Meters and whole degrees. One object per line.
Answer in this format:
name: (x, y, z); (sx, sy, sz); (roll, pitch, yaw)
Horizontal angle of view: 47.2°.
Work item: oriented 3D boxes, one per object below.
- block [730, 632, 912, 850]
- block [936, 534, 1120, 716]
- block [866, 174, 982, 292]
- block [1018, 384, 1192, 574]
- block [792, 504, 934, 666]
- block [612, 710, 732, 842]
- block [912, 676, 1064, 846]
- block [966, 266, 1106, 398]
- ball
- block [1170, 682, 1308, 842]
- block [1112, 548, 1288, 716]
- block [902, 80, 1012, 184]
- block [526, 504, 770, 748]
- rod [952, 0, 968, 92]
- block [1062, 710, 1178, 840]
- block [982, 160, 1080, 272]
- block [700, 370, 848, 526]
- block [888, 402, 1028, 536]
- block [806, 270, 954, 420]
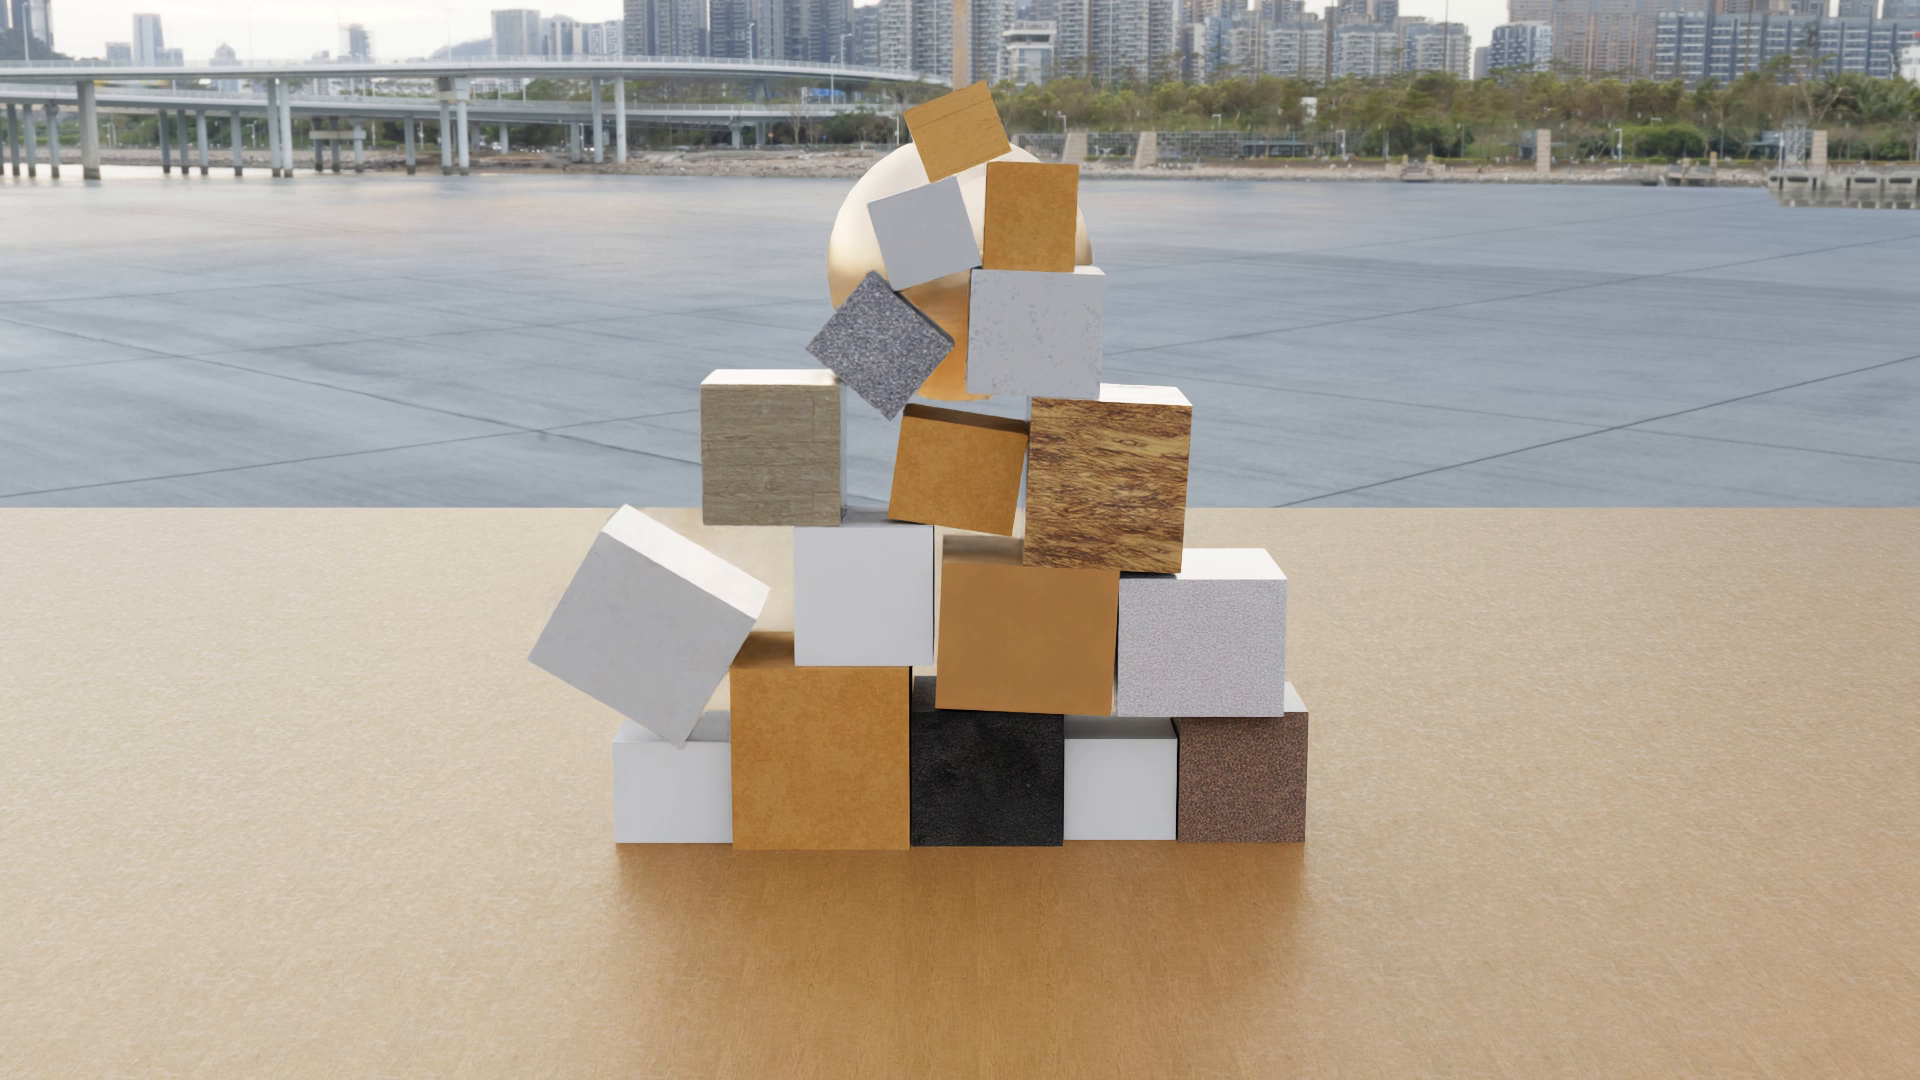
block: (-0.695, 1.020, 11.365); (0.886, 0.928, 0.860); (0, 10, 0)
block: (0.331, 0.421, 11.243); (0.873, 0.737, 0.802); (3, 10, 0)
block: (-0.171, -1.519, 10.859); (0.456, 0.446, 0.403); (-17, 10, 3)
block: (0.717, -0.333, 11.111); (0.777, 0.830, 0.805); (3, 10, 0)
block: (-0.477, 0.222, 11.215); (0.688, 0.696, 0.705); (0, 10, 0)
block: (-1.448, 1.218, 11.392); (0.599, 0.527, 0.624); (0, 10, 0)
block: (0.137, 1.132, 11.391); (0.760, 0.697, 0.762); (0, 10, 0)
block: (0.367, -1.058, 11.000); (0.650, 0.601, 0.692); (2, 10, -1)
ball: (0.000, -1.629, 13.217); (1.600, 1.600, 1.600); (0, 10, 0)
block: (1.427, 1.141, 11.383); (0.642, 0.683, 0.621); (0, 10, 0)
block: (1.196, 0.461, 11.268); (0.826, 0.696, 0.823); (0, 10, 0)
block: (-0.017, -2.001, 10.793); (0.423, 0.365, 0.431); (-21, 10, 2)
block: (-1.571, 0.420, 11.238); (0.879, 0.755, 0.806); (30, 9, -5)
rod: (0.000, -4.487, 11.375); (0.080, 5.200, 0.080); (0, 33, 0)
block: (0.812, 1.213, 11.415); (0.568, 0.528, 0.567); (0, 10, 0)
block: (0.344, -1.604, 10.872); (0.442, 0.516, 0.433); (2, 10, 0)
block: (-0.925, -0.473, 11.112); (0.681, 0.703, 0.673); (0, 10, 0)
block: (-0.012, -0.363, 11.133); (0.624, 0.516, 0.559); (9, 10, -1)
block: (-0.394, -0.982, 11.017); (0.547, 0.482, 0.581); (40, 6, -6)
